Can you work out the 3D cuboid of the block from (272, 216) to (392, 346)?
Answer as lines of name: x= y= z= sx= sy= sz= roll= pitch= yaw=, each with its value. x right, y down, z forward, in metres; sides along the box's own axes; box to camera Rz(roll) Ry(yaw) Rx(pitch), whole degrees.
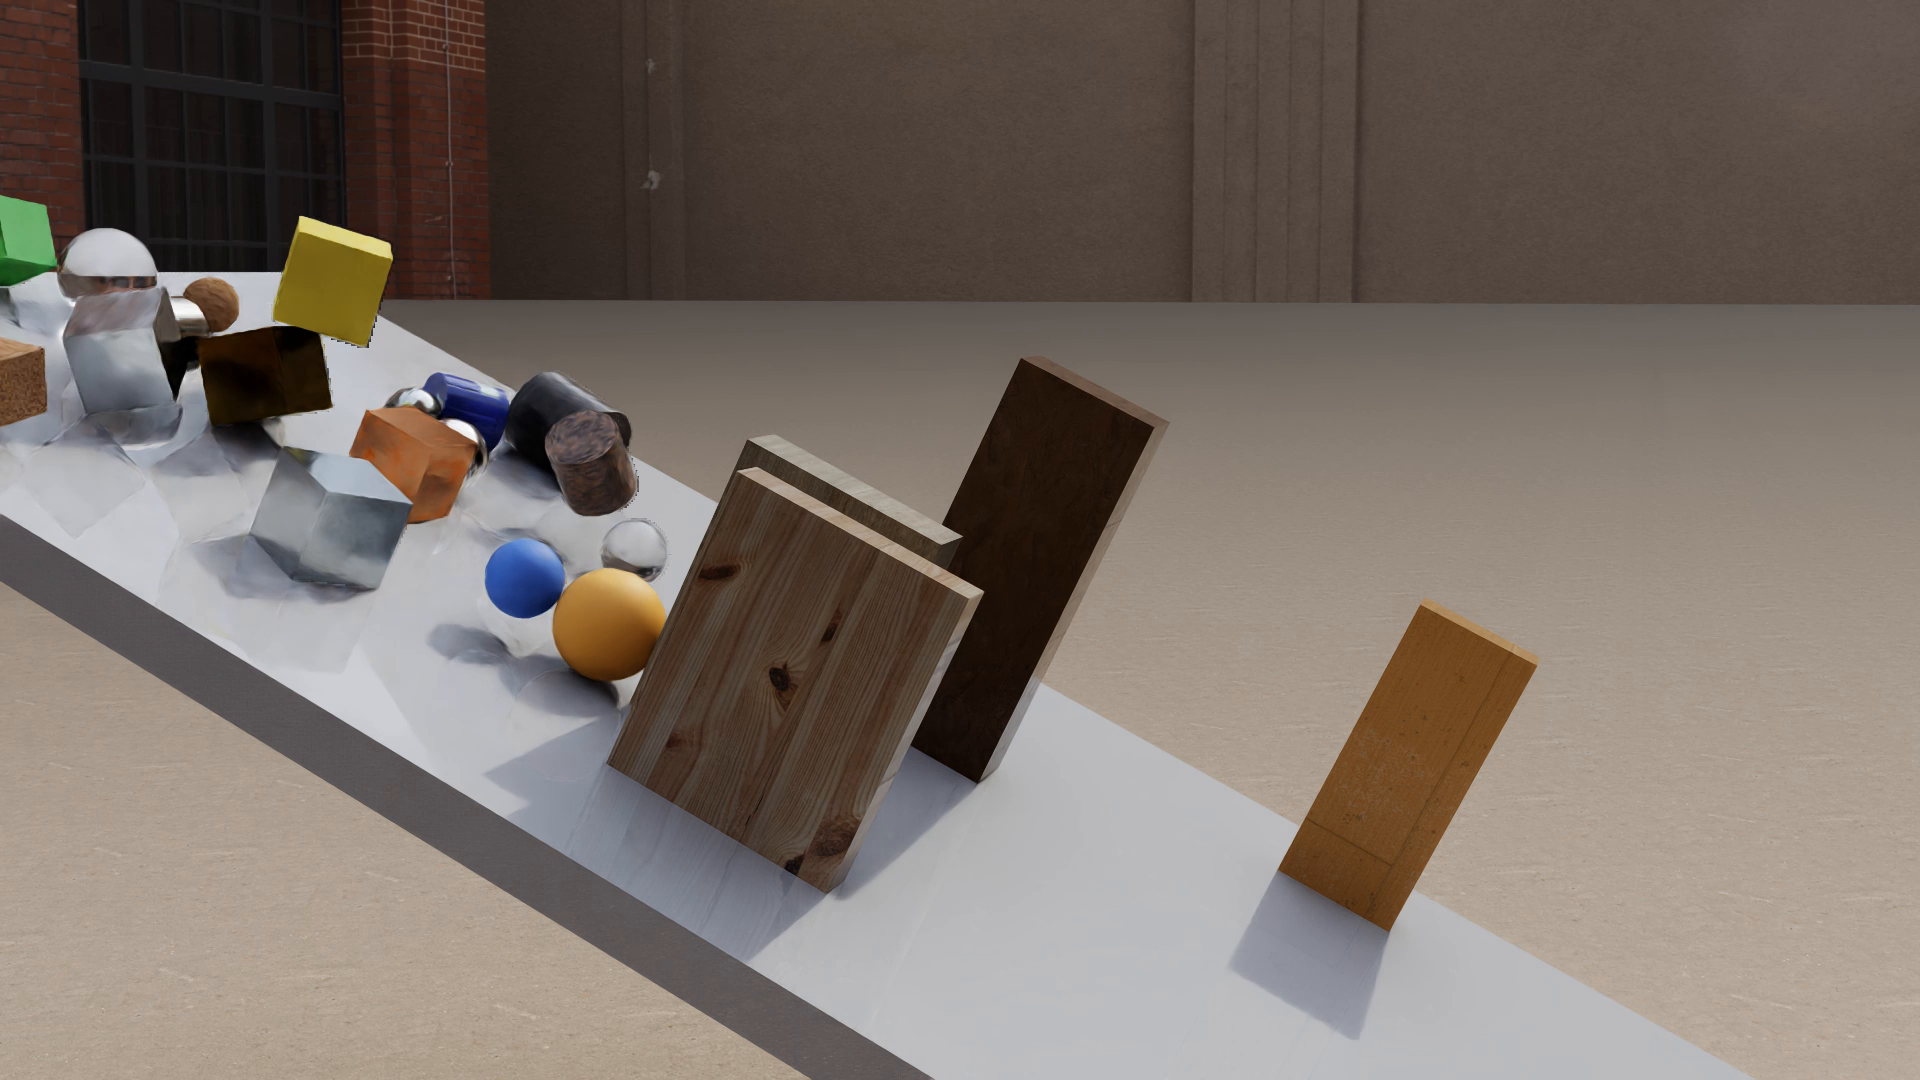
block: x=-1.221 y=-0.505 z=4.282 sx=0.179 sy=0.179 sz=0.179 roll=16 pitch=12 yaw=-20

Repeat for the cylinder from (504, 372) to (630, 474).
cylinder: x=-0.874 y=-0.244 z=4.896 sx=0.196 sy=0.196 sz=0.196 roll=32 pitch=22 yaw=26

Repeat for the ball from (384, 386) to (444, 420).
ball: x=-1.148 y=-0.259 z=4.614 sx=0.124 sy=0.124 sz=0.124 roll=0 pitch=7 yaw=0

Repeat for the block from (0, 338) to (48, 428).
block: x=-1.629 y=-0.268 z=3.709 sx=0.114 sy=0.114 sz=0.114 roll=14 pitch=22 yaw=19

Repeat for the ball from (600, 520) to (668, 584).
ball: x=-0.654 y=0.027 z=4.409 sx=0.136 sy=0.136 sz=0.136 roll=0 pitch=7 yaw=0

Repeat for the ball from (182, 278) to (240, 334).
ball: x=-1.608 y=-0.504 z=4.717 sx=0.120 sy=0.120 sz=0.120 roll=0 pitch=7 yaw=0

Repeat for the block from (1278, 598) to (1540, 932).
block: x=0.921 y=0.463 z=4.530 sx=0.259 sy=0.635 sz=0.104 roll=29 pitch=14 yaw=12

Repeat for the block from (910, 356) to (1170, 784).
block: x=0.096 y=0.057 z=4.268 sx=0.286 sy=0.778 sz=0.144 roll=29 pitch=14 yaw=12

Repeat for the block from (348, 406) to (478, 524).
block: x=-1.069 y=-0.147 z=4.258 sx=0.162 sy=0.162 sz=0.162 roll=29 pitch=14 yaw=13

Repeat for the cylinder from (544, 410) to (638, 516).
cylinder: x=-0.752 y=-0.155 z=4.481 sx=0.153 sy=0.153 sz=0.153 roll=-5 pitch=47 yaw=6

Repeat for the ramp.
ramp: x=-0.249 y=0.421 z=4.162 sx=4.000 sy=0.100 sz=2.000 roll=29 pitch=14 yaw=12

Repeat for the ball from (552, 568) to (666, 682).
ball: x=-0.617 y=0.150 z=3.874 sx=0.199 sy=0.199 sz=0.199 roll=0 pitch=7 yaw=0

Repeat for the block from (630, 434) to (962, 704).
block: x=-0.288 y=0.140 z=3.814 sx=0.384 sy=0.523 sz=0.123 roll=29 pitch=14 yaw=12

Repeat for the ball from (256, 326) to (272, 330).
ball: x=-1.385 y=-0.348 z=4.437 sx=0.166 sy=0.166 sz=0.166 roll=0 pitch=7 yaw=0

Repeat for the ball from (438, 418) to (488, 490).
ball: x=-1.030 y=-0.172 z=4.449 sx=0.150 sy=0.150 sz=0.150 roll=0 pitch=7 yaw=0

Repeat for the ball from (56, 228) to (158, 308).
ball: x=-1.726 y=-0.537 z=4.452 sx=0.190 sy=0.190 sz=0.190 roll=0 pitch=7 yaw=0

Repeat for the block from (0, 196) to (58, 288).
block: x=-1.900 y=-0.593 z=4.363 sx=0.131 sy=0.131 sz=0.131 roll=-17 pitch=-8 yaw=20

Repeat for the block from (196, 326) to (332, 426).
block: x=-1.345 y=-0.320 z=4.256 sx=0.167 sy=0.167 sz=0.167 roll=-7 pitch=5 yaw=14

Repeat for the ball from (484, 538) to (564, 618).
ball: x=-0.765 y=0.067 z=3.864 sx=0.140 sy=0.140 sz=0.140 roll=0 pitch=7 yaw=0

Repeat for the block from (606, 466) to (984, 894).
block: x=-0.269 y=0.222 z=3.510 sx=0.424 sy=0.538 sz=0.082 roll=29 pitch=14 yaw=12

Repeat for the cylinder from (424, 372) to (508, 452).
cylinder: x=-1.077 y=-0.274 z=4.753 sx=0.146 sy=0.146 sz=0.146 roll=15 pitch=-4 yaw=-37

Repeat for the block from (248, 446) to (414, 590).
block: x=-1.087 y=-0.037 z=3.798 sx=0.171 sy=0.171 sz=0.171 roll=10 pitch=21 yaw=-48

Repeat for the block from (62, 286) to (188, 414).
block: x=-1.516 y=-0.345 z=4.001 sx=0.158 sy=0.158 sz=0.158 roll=-7 pitch=34 yaw=-5

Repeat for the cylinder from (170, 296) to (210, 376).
cylinder: x=-1.577 y=-0.395 z=4.278 sx=0.160 sy=0.160 sz=0.160 roll=2 pitch=7 yaw=17
